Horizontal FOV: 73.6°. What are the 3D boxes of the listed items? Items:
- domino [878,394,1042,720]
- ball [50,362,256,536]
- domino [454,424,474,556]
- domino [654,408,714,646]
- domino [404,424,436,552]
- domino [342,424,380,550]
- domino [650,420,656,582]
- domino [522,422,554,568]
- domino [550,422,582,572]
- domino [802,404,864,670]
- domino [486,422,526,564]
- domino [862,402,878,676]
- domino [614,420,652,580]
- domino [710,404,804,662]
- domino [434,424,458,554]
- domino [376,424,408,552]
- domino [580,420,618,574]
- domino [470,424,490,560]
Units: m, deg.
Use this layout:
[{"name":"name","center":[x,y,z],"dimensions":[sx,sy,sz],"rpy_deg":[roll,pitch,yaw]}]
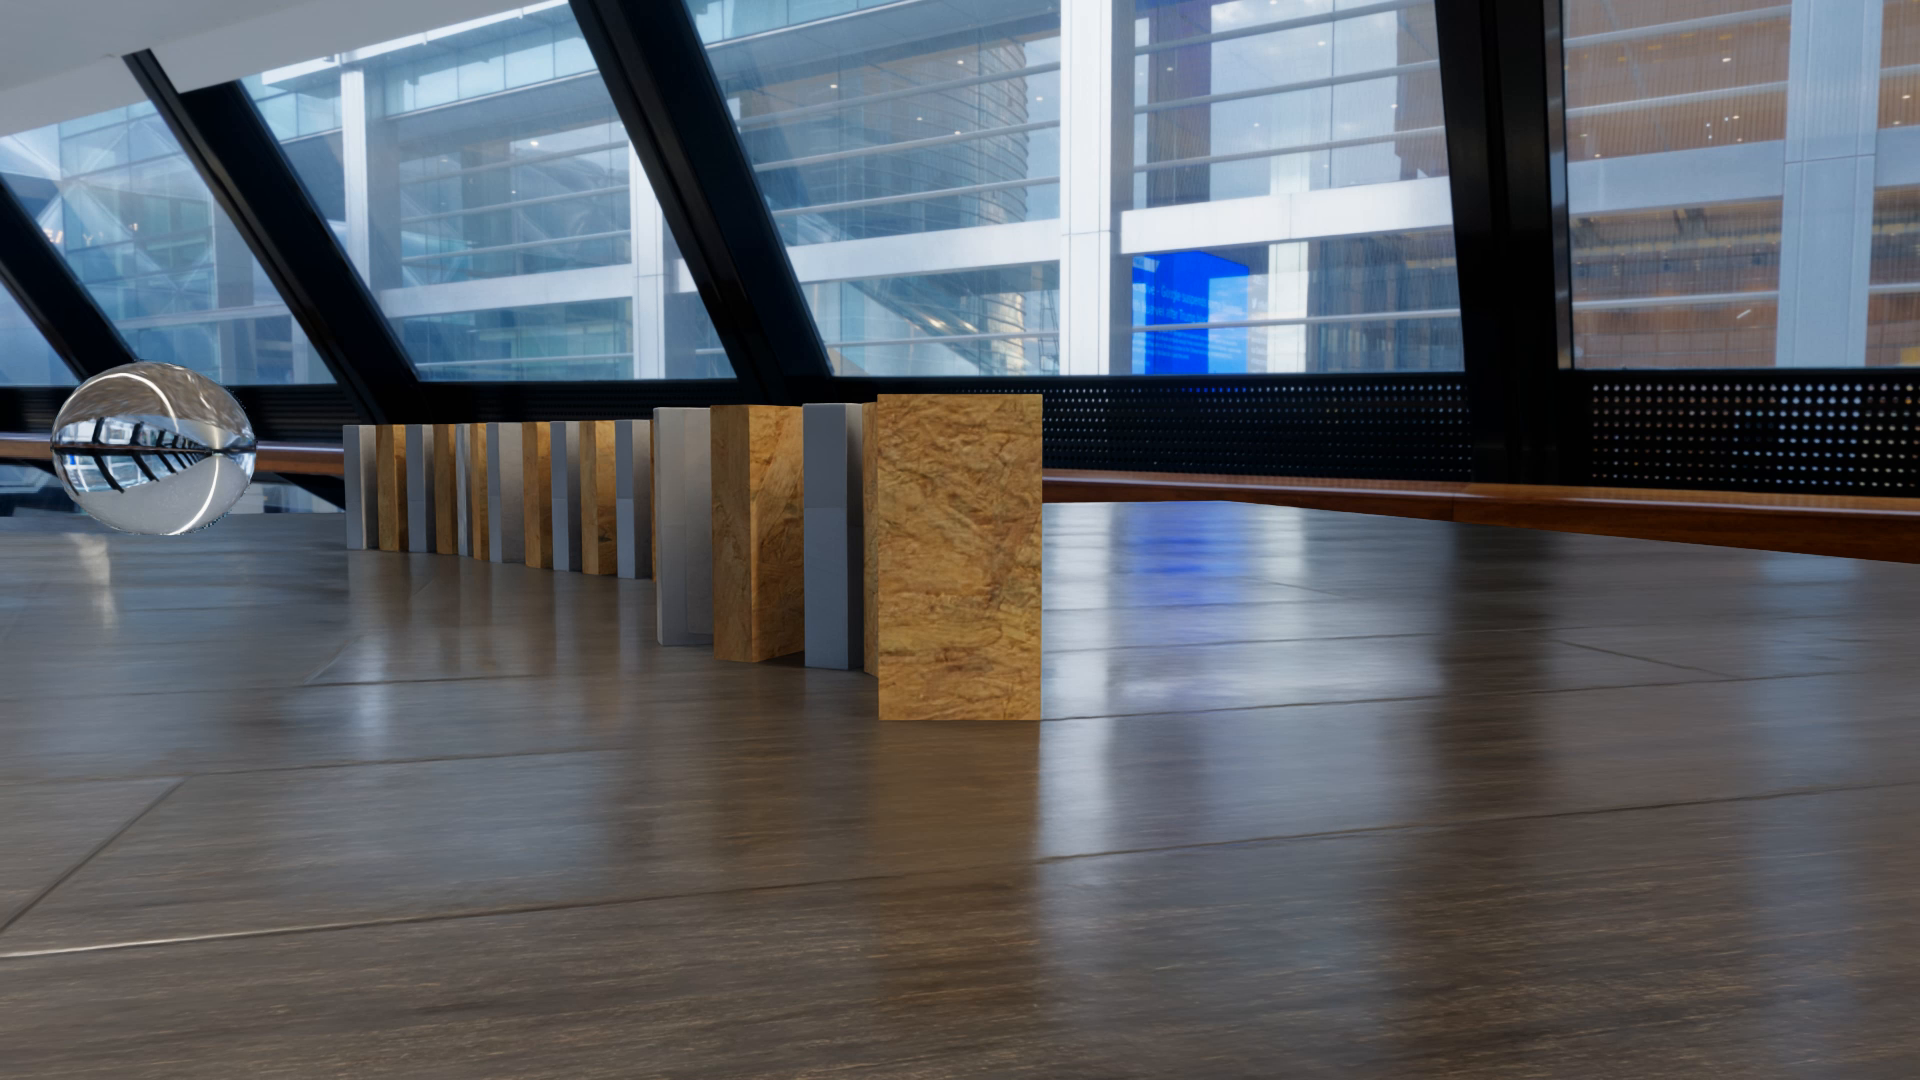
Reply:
[{"name":"domino","center":[0.000,0.002,0.201],"dimensions":[0.025,0.050,0.010],"rpy_deg":[0,4,0]},{"name":"ball","center":[-0.369,-0.042,0.589],"dimensions":[0.080,0.080,0.080],"rpy_deg":[0,4,0]},{"name":"domino","center":[-0.179,-0.019,0.494],"dimensions":[0.025,0.050,0.009],"rpy_deg":[-4,6,-41]},{"name":"domino","center":[-0.052,-0.003,0.276],"dimensions":[0.025,0.050,0.009],"rpy_deg":[-2,5,-20]},{"name":"domino","center":[-0.208,-0.021,0.514],"dimensions":[0.009,0.050,0.025],"rpy_deg":[2,5,26]},{"name":"domino","center":[-0.239,-0.022,0.528],"dimensions":[0.009,0.050,0.025],"rpy_deg":[2,5,26]},{"name":"domino","center":[-0.084,-0.013,0.402],"dimensions":[0.010,0.050,0.025],"rpy_deg":[3,5,36]},{"name":"domino","center":[-0.139,-0.016,0.451],"dimensions":[0.010,0.050,0.025],"rpy_deg":[4,6,40]},{"name":"domino","center":[-0.126,-0.015,0.439],"dimensions":[0.009,0.050,0.025],"rpy_deg":[4,6,41]},{"name":"domino","center":[-0.020,-0.001,0.252],"dimensions":[0.009,0.050,0.025],"rpy_deg":[2,5,26]},{"name":"domino","center":[-0.158,-0.017,0.467],"dimensions":[0.010,0.050,0.025],"rpy_deg":[4,6,44]},{"name":"domino","center":[-0.005,0.000,0.240],"dimensions":[0.025,0.050,0.009],"rpy_deg":[-2,5,-26]},{"name":"domino","center":[-0.097,-0.013,0.414],"dimensions":[0.010,0.050,0.025],"rpy_deg":[4,6,41]},{"name":"domino","center":[-0.039,-0.002,0.261],"dimensions":[0.009,0.050,0.025],"rpy_deg":[2,5,29]},{"name":"domino","center":[-0.193,-0.020,0.506],"dimensions":[0.010,0.050,0.025],"rpy_deg":[3,5,33]},{"name":"domino","center":[-0.223,-0.022,0.521],"dimensions":[0.009,0.050,0.025],"rpy_deg":[2,5,23]},{"name":"domino","center":[-0.113,-0.014,0.427],"dimensions":[0.010,0.050,0.025],"rpy_deg":[4,6,42]},{"name":"domino","center":[-0.168,-0.018,0.479],"dimensions":[0.025,0.050,0.010],"rpy_deg":[-3,5,-37]}]
